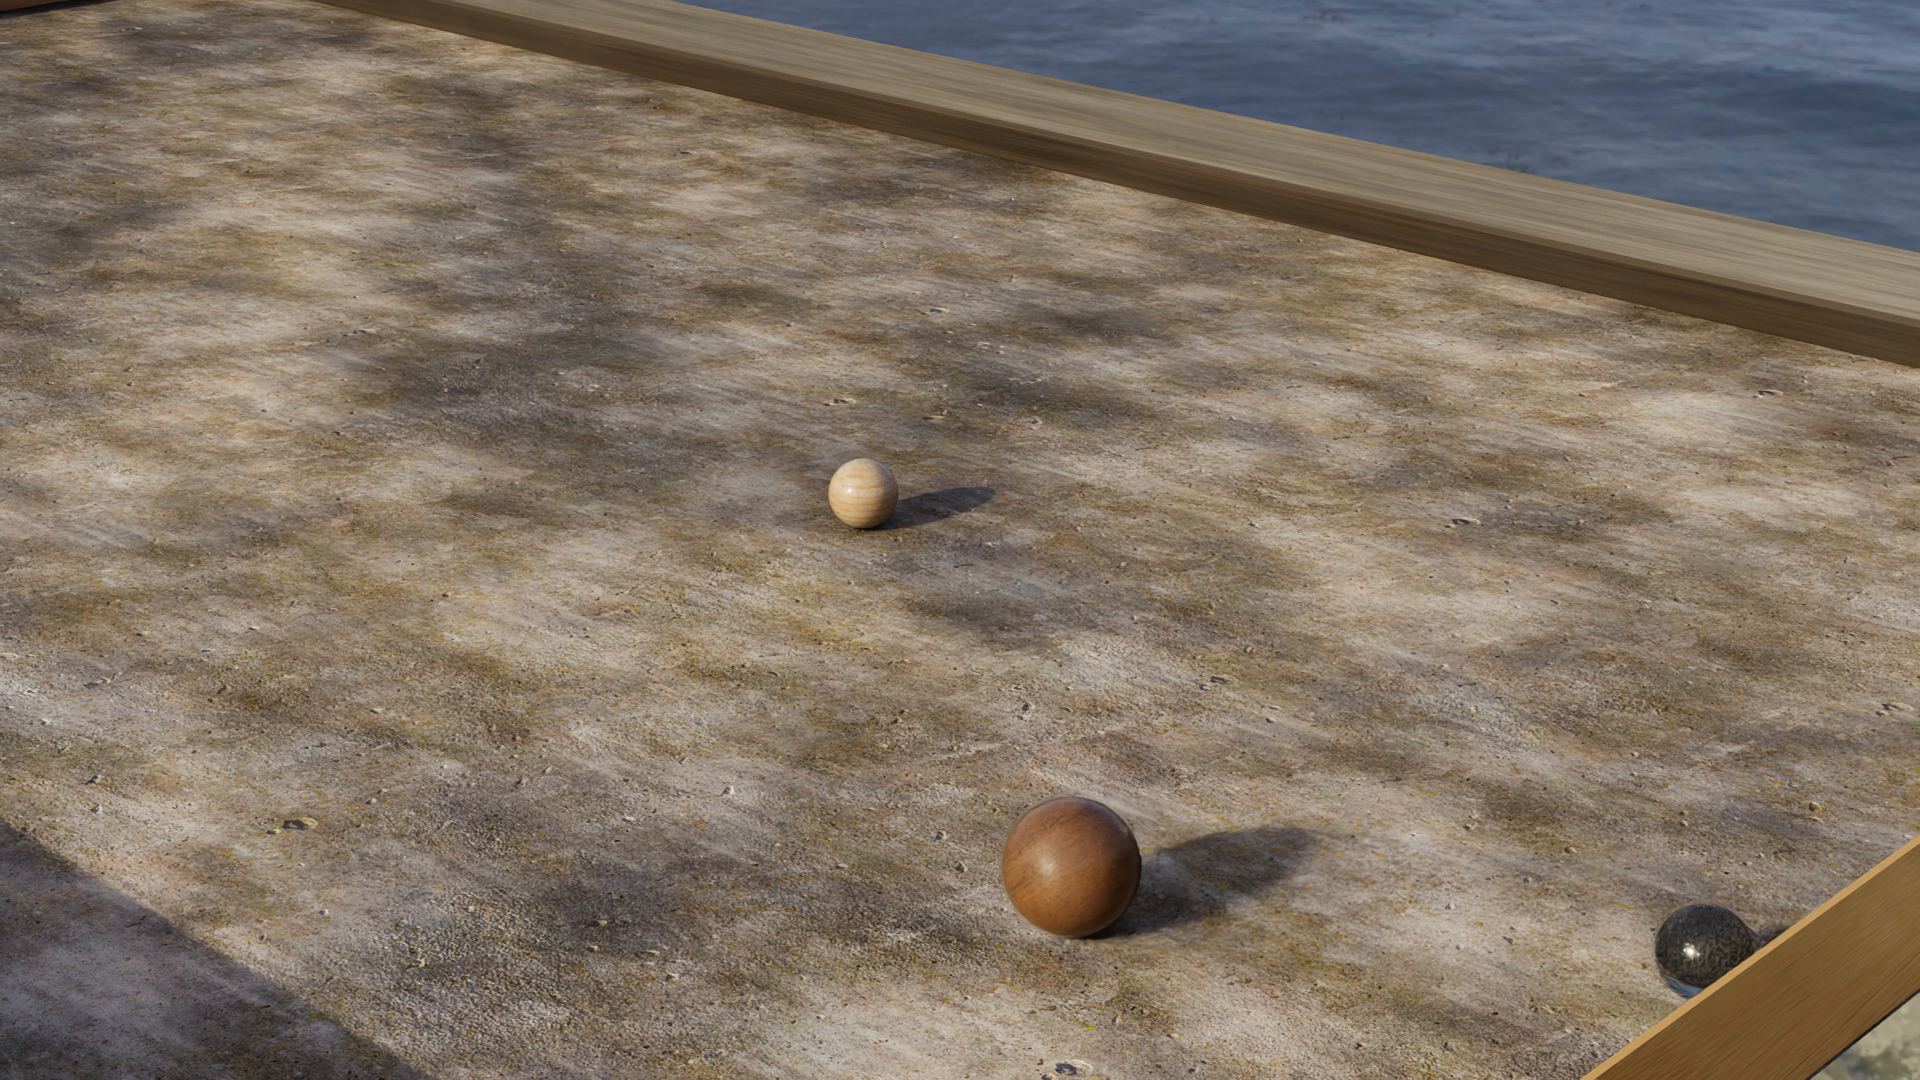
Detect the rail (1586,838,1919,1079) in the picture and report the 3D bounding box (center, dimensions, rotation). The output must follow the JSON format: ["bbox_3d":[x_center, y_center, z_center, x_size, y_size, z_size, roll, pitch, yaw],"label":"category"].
[{"bbox_3d":[0.682,0.205,1.990,0.045,0.123,2.250,19,28,40],"label":"rail"}]

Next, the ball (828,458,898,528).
[{"bbox_3d":[-0.089,-0.043,2.700,0.065,0.065,0.065,0,22,0],"label":"ball"}]

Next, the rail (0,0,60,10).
[{"bbox_3d":[-2.081,-0.749,4.409,0.045,0.123,2.250,19,28,40],"label":"rail"}]

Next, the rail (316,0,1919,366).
[{"bbox_3d":[0.055,-0.566,3.945,3.842,0.123,0.045,19,28,40],"label":"rail"}]

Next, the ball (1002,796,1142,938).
[{"bbox_3d":[0.076,0.221,1.990,0.095,0.095,0.095,0,22,0],"label":"ball"}]

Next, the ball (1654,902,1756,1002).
[{"bbox_3d":[0.484,0.268,1.911,0.065,0.065,0.065,0,22,0],"label":"ball"}]
